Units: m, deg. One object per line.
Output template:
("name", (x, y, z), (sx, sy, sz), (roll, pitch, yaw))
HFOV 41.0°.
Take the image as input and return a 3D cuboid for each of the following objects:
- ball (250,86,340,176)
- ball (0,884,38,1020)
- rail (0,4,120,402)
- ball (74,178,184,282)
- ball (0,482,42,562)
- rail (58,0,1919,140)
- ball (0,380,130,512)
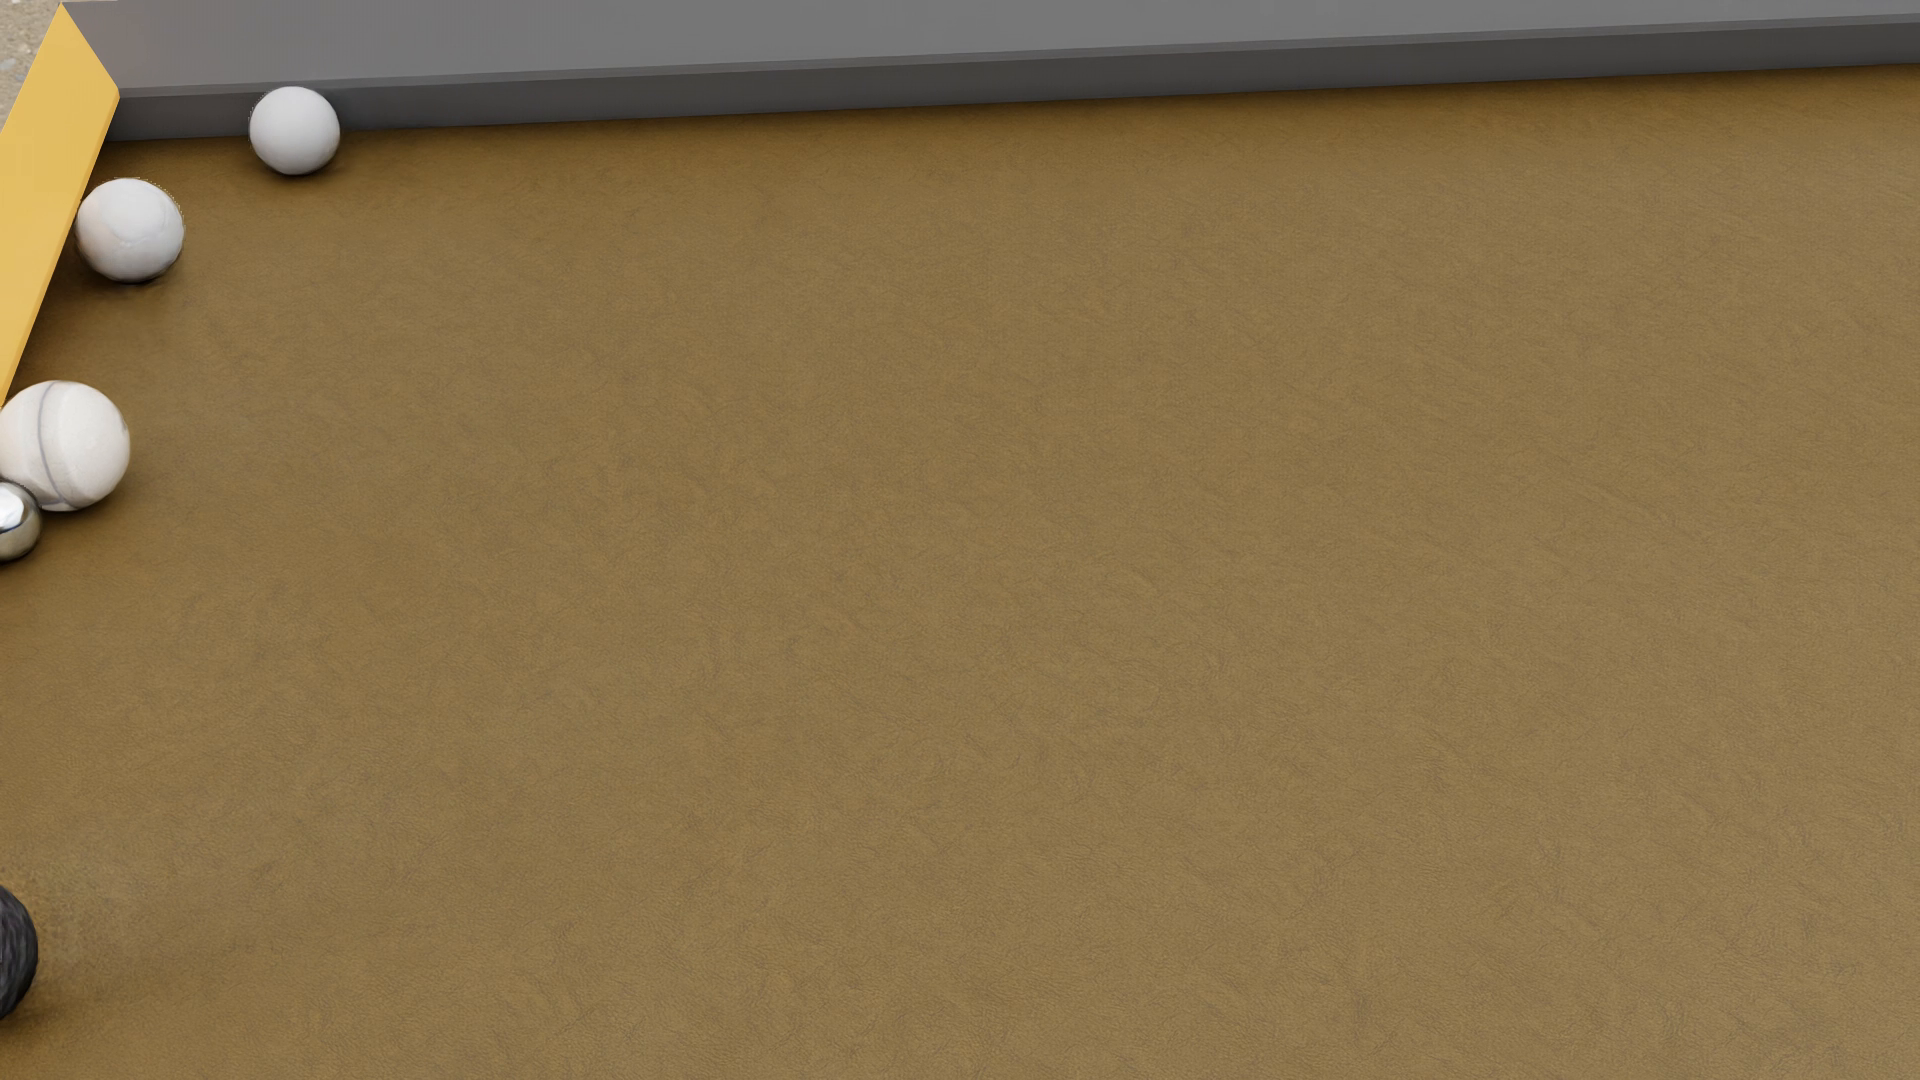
("ball", (-0.570, -0.351, 2.198), (0.076, 0.076, 0.076), (0, 36, 0))
("ball", (-0.544, 0.224, 1.384), (0.088, 0.088, 0.088), (0, 36, 0))
("rail", (-0.675, 0.016, 1.637), (0.045, 0.130, 1.463), (-3, 36, -5))
("ball", (-0.663, -0.247, 2.047), (0.083, 0.083, 0.083), (0, 36, 0))
("ball", (-0.653, -0.013, 1.743), (0.055, 0.055, 0.055), (0, 36, 0))
("rail", (0.630, -0.472, 2.319), (2.807, 0.130, 0.045), (-3, 36, -5))
("ball", (-0.625, -0.066, 1.786), (0.092, 0.092, 0.092), (0, 36, 0))
